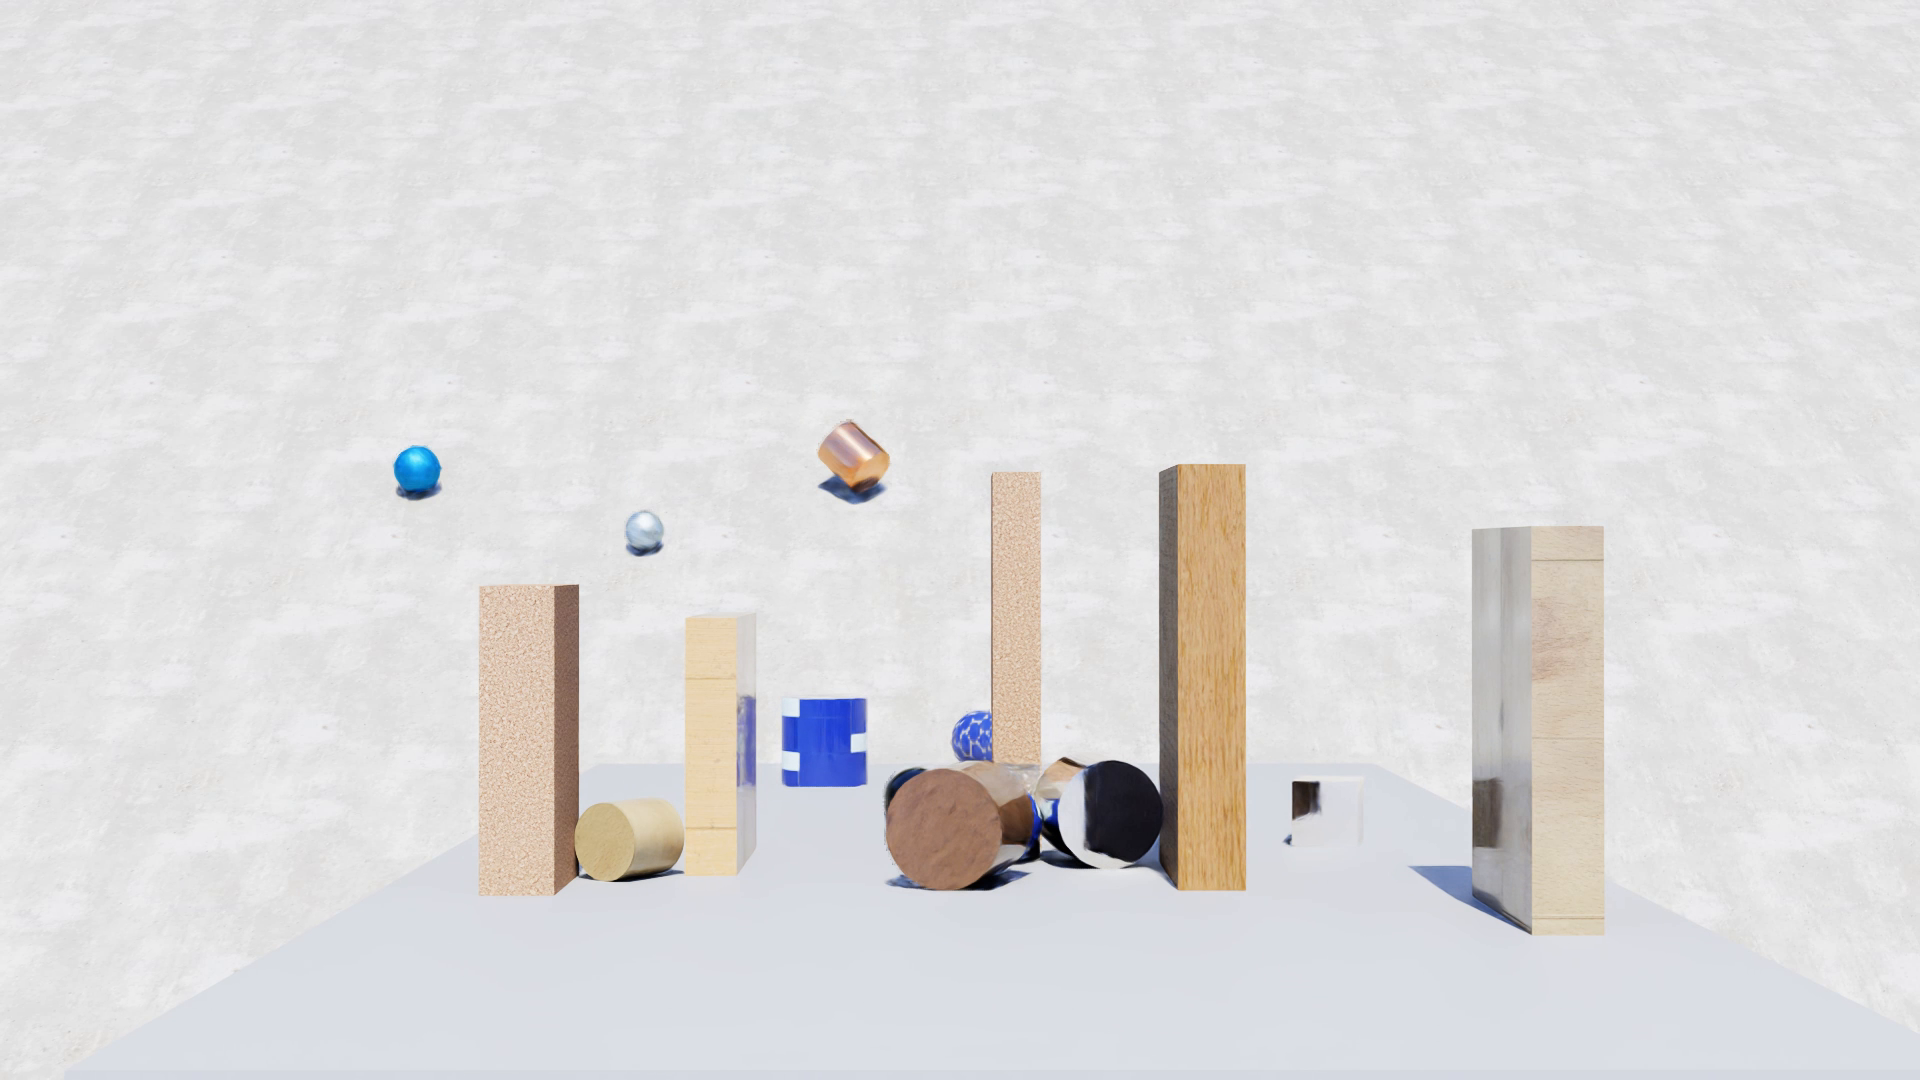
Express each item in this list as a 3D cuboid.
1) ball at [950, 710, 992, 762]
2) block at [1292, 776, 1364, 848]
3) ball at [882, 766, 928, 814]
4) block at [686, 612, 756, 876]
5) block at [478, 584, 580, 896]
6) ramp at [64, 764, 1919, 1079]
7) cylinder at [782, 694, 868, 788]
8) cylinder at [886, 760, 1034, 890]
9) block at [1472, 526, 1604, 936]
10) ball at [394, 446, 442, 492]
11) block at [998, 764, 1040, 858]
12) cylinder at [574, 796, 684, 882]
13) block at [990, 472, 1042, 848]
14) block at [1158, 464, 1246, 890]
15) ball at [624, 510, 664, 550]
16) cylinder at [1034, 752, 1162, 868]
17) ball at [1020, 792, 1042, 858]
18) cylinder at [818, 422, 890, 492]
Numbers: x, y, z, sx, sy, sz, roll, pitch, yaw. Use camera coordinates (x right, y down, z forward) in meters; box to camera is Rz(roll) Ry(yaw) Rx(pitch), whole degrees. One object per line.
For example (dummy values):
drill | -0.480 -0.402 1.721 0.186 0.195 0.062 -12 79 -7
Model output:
ball | 0.052 0.500 6.460 0.151 0.151 0.151 0 31 0
block | 0.683 0.504 4.808 0.121 0.121 0.121 0 0 13
ball | -0.083 0.501 4.969 0.130 0.130 0.130 0 31 0
block | -0.416 0.347 4.542 0.087 0.432 0.424 0 0 0
block | -0.698 0.317 4.212 0.119 0.487 0.268 0 0 0
ramp | 0.069 0.614 4.688 2.000 0.100 4.000 0 0 0
cylinder | -0.318 0.471 6.093 0.204 0.204 0.204 0 0 0
cylinder | 0.001 0.464 4.229 0.195 0.195 0.195 10 3 17
block | 0.856 0.270 3.856 0.102 0.576 0.424 0 0 0
ball | -1.684 -0.219 8.037 0.144 0.144 0.144 0 31 0
block | 0.066 0.486 4.666 0.154 0.154 0.154 0 0 2
cylinder | -0.550 0.497 4.310 0.129 0.129 0.129 21 11 31
block | 0.104 0.220 4.889 0.088 0.689 0.287 0 0 0
block | 0.402 0.221 4.332 0.108 0.681 0.394 0 0 0
ball | -0.944 -0.028 7.746 0.117 0.117 0.117 0 31 0
cylinder | 0.238 0.470 4.513 0.186 0.186 0.186 -7 1 -12
ball | 0.073 0.493 4.519 0.140 0.140 0.140 0 31 0
cylinder | -0.327 -0.257 8.020 0.158 0.158 0.158 -28 60 -38
